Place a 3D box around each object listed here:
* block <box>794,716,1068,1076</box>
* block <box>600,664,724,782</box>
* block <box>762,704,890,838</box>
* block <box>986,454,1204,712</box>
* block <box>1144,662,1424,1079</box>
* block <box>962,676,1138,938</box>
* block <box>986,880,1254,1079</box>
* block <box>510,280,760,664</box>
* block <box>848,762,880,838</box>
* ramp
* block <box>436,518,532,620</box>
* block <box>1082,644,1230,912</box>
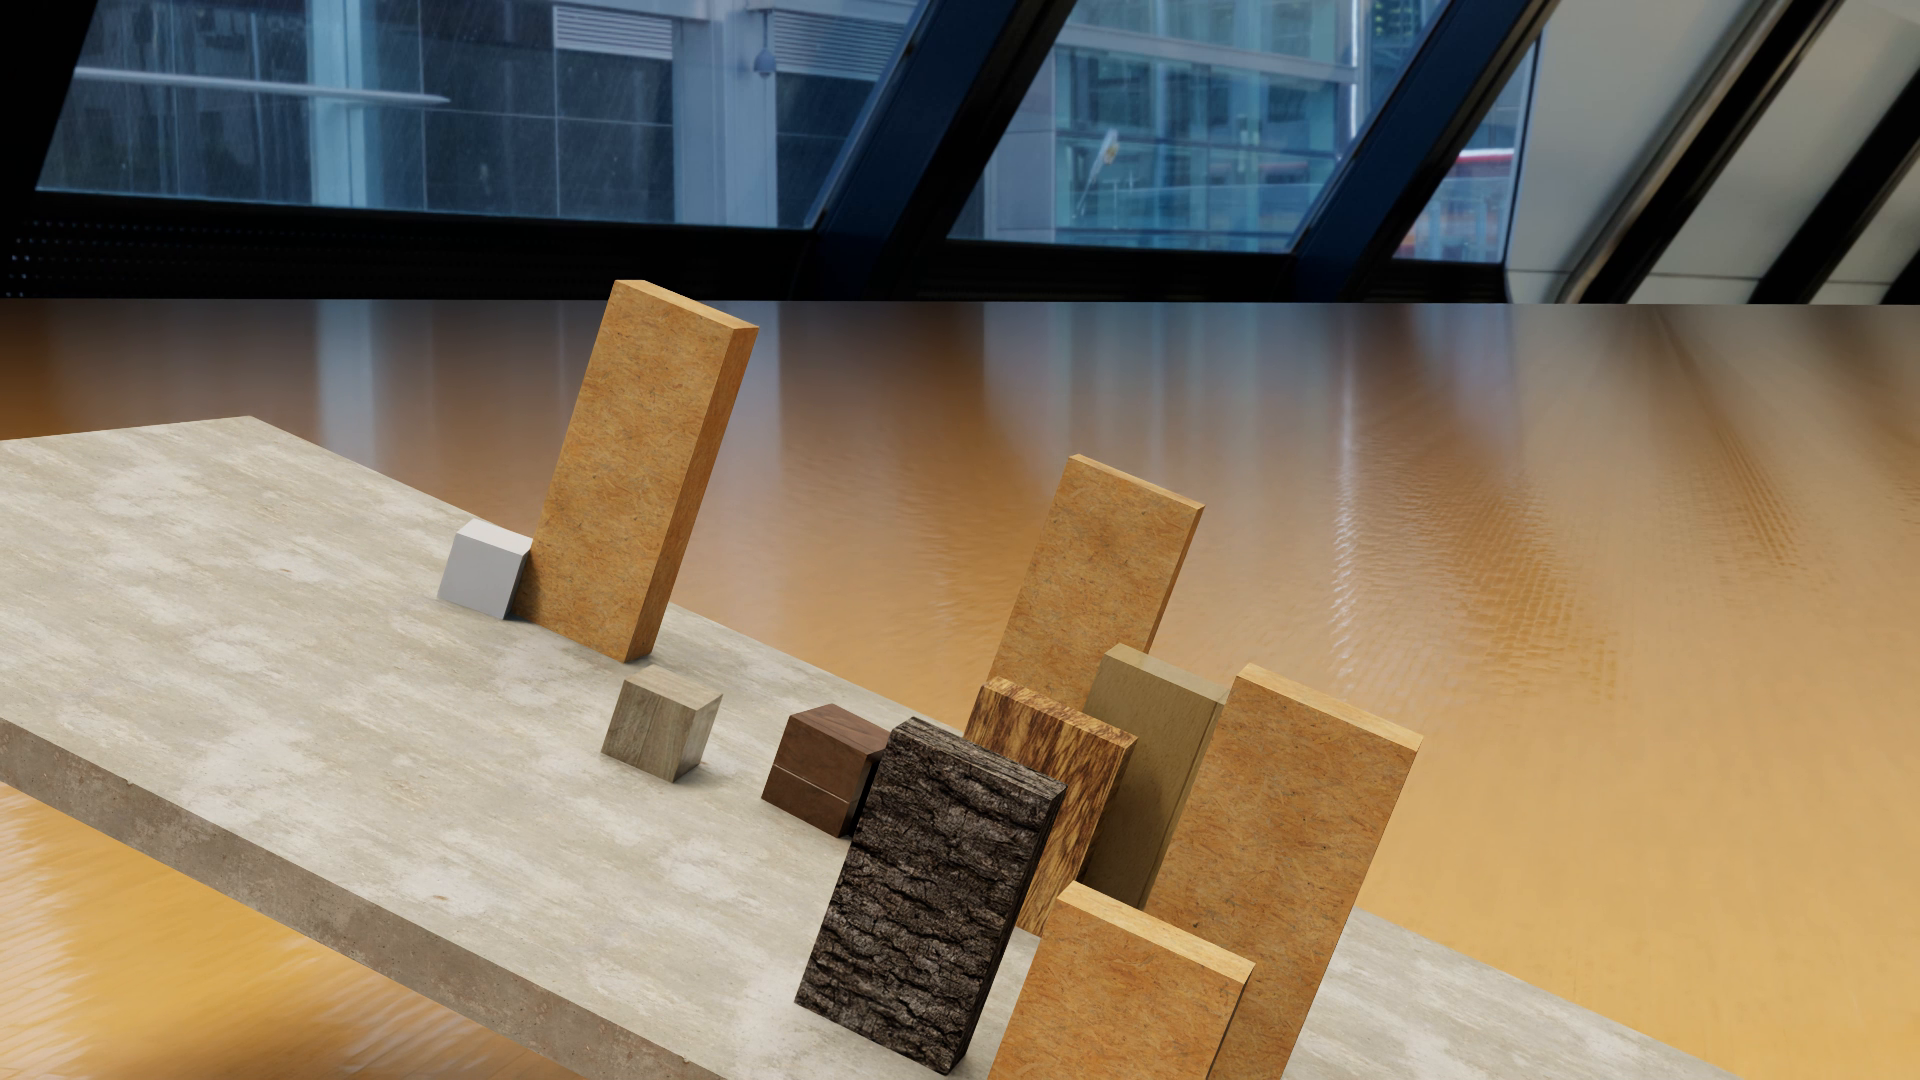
[{"bbox_3d":[-0.048,0.557,3.455,0.271,0.482,0.106,23,13,13],"label":"block"},{"bbox_3d":[-0.578,0.355,4.272,0.154,0.154,0.154,22,12,9],"label":"block"},{"bbox_3d":[-0.246,0.450,4.318,0.180,0.180,0.180,25,13,21],"label":"block"},{"bbox_3d":[0.258,0.214,4.800,0.300,0.742,0.086,23,13,13],"label":"block"},{"bbox_3d":[0.480,0.590,3.614,0.305,0.704,0.123,23,13,13],"label":"block"},{"bbox_3d":[0.120,0.504,4.136,0.294,0.402,0.105,23,13,13],"label":"block"},{"bbox_3d":[0.212,0.749,3.185,0.288,0.416,0.097,23,13,13],"label":"block"},{"bbox_3d":[-0.711,-0.150,4.790,0.290,0.773,0.142,23,13,13],"label":"block"},{"bbox_3d":[-0.097,0.525,4.287,0.154,0.154,0.154,25,13,21],"label":"block"},{"bbox_3d":[-0.329,0.598,4.208,4.000,0.100,2.000,23,13,13],"label":"ramp"},{"bbox_3d":[-1.036,0.062,4.828,0.151,0.151,0.151,19,12,-2],"label":"block"},{"bbox_3d":[0.332,0.493,4.266,0.274,0.507,0.133,23,13,13],"label":"block"}]
